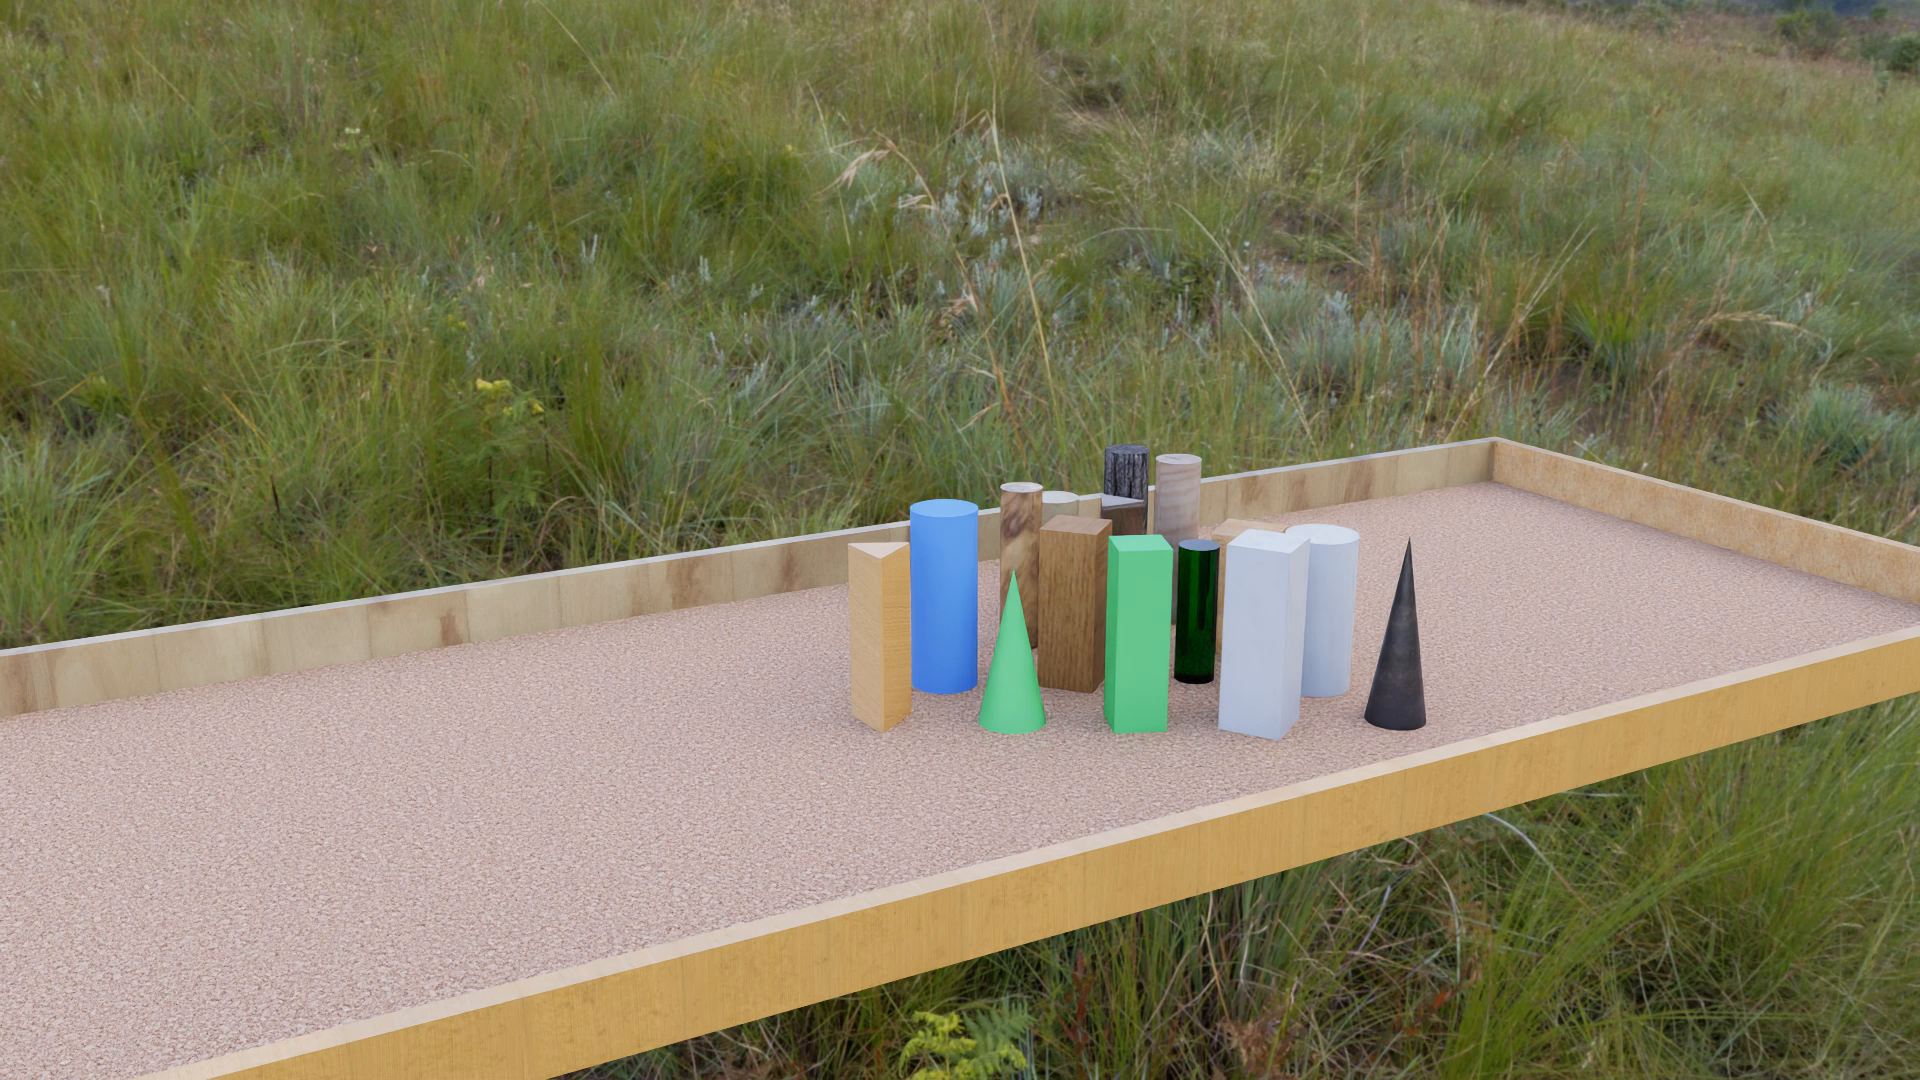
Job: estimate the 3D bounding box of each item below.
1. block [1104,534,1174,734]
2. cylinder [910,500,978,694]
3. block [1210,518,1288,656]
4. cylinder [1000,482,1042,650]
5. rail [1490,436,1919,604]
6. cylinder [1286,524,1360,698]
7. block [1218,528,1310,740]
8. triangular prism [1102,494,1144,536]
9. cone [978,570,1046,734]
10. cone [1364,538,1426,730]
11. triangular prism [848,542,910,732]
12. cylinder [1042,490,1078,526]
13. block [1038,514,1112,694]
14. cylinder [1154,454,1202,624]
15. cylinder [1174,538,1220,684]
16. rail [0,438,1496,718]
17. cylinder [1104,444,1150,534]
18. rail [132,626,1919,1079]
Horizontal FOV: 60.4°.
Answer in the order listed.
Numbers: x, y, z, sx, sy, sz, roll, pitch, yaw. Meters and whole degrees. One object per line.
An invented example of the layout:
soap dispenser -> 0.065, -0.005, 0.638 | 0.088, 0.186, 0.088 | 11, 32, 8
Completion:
block -> 0.412, 0.218, 3.829 | 0.124, 0.442, 0.124 | -2, 16, -6
cylinder -> -0.039, 0.139, 4.078 | 0.166, 0.453, 0.166 | 0, 16, 0
block -> 0.754, 0.129, 4.335 | 0.161, 0.327, 0.161 | 7, 18, 24
cylinder -> 0.161, 0.069, 4.353 | 0.110, 0.432, 0.110 | 0, 16, 0
rail -> 2.466, -0.048, 5.253 | 0.050, 0.150, 2.100 | -9, 18, -27
cylinder -> 0.883, 0.173, 4.072 | 0.178, 0.392, 0.178 | 0, 16, 0
block -> 0.704, 0.217, 3.819 | 0.148, 0.450, 0.148 | 9, 19, 27
triangular prism -> 0.400, 0.083, 4.367 | 0.125, 0.397, 0.108 | -8, 18, -26
cone -> 0.124, 0.245, 3.848 | 0.161, 0.379, 0.161 | 0, 16, 0
cone -> 1.032, 0.206, 3.847 | 0.144, 0.455, 0.144 | 0, 16, 0
triangular prism -> -0.169, 0.219, 3.859 | 0.121, 0.424, 0.139 | -11, 20, -32
cylinder -> 0.262, 0.043, 4.611 | 0.134, 0.337, 0.134 | 0, 16, 0
block -> 0.285, 0.157, 4.096 | 0.143, 0.408, 0.143 | 6, 17, 20
cylinder -> 0.595, -0.002, 4.554 | 0.124, 0.456, 0.124 | 0, 16, 0
cylinder -> 0.592, 0.179, 4.125 | 0.102, 0.349, 0.102 | 0, 16, 0
rail -> -3.305, 0.497, 3.399 | 12.000, 0.150, 0.050 | -9, 18, -27
cylinder -> 0.485, -0.064, 4.836 | 0.129, 0.415, 0.129 | 0, 16, 0
rail -> -2.336, 1.006, 1.665 | 12.000, 0.150, 0.050 | -9, 18, -27
